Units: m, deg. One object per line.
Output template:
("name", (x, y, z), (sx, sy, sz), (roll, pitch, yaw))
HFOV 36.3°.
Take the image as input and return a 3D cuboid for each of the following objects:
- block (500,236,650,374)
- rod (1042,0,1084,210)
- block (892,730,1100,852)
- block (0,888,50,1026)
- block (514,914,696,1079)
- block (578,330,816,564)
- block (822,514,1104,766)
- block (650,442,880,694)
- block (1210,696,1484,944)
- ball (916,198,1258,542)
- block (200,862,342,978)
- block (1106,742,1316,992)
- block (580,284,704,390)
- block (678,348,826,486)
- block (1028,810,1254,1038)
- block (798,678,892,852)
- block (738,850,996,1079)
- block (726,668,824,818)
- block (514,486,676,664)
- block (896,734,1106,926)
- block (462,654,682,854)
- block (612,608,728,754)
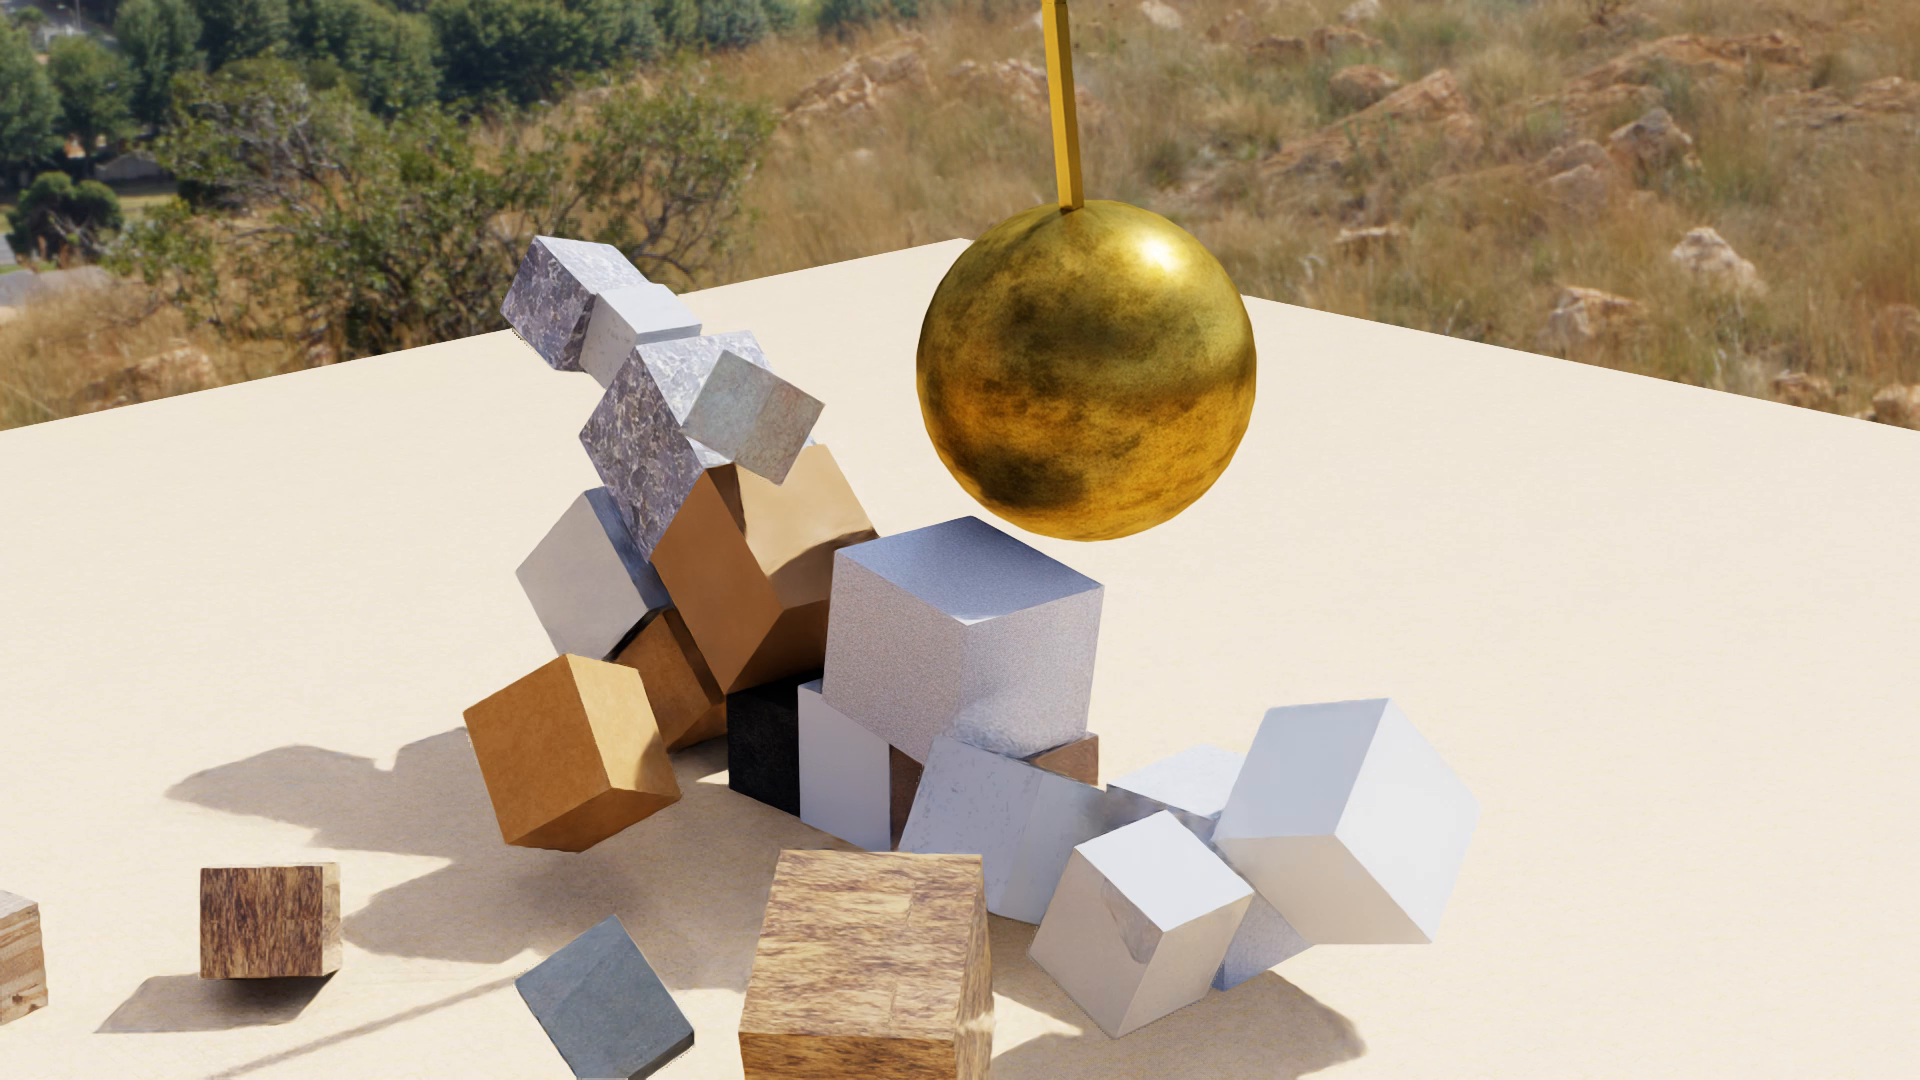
("block", (-1.937, -1.201, 15.096), (0.527, 0.464, 0.544), (2, 35, -48))
("rod", (0.256, -3.903, 12.383), (0.080, 5.200, 0.080), (17, 32, 42))
("block", (0.163, 1.193, 13.539), (0.720, 0.605, 0.627), (-17, 24, -42))
("block", (-4.144, 1.736, 12.045), (0.493, 0.463, 0.539), (11, 21, 32))
("block", (-1.290, 1.727, 10.694), (0.428, 0.517, 0.425), (-34, -11, -13))
("block", (-1.302, -0.469, 14.625), (0.705, 0.745, 0.800), (-12, 63, -40))
("block", (0.006, 0.474, 13.337), (0.829, 0.764, 0.905), (-15, 31, -40))
("block", (-0.899, 0.137, 14.251), (0.712, 0.760, 0.822), (-14, 64, -37))
("block", (1.601, 1.165, 12.072), (0.635, 0.754, 0.680), (-8, 44, 45))
("ball", (0.590, -0.791, 13.712), (1.600, 1.600, 1.600), (0, 17, 0))
("block", (-2.888, 1.589, 12.305), (0.502, 0.451, 0.463), (-1, -4, -3))
("block", (1.093, 1.397, 12.641), (0.669, 0.756, 0.651), (16, 24, 41))
("block", (-1.615, -0.995, 14.827), (0.404, 0.430, 0.375), (-12, 45, -40))
("block", (-0.976, -0.575, 13.784), (0.381, 0.445, 0.391), (29, 0, 36))
("block", (0.715, 1.514, 11.605), (0.544, 0.582, 0.513), (-16, 48, -43))
("block", (-0.290, 1.014, 13.963), (0.705, 0.692, 0.640), (-16, 23, -41))
("block", (-0.316, 1.787, 10.735), (0.753, 0.878, 0.940), (1, 36, 7))
("block", (-0.717, 0.958, 14.397), (0.642, 0.540, 0.552), (-17, 24, -42))
("block", (-1.639, 0.166, 15.088), (0.805, 0.700, 0.848), (-18, -18, -42))
("block", (0.267, 1.293, 12.708), (0.632, 0.624, 0.781), (16, -4, 42))
("block", (-1.740, 0.966, 13.179), (0.592, 0.655, 0.587), (-29, -21, 19))
("block", (-1.303, 0.665, 14.916), (0.583, 0.547, 0.568), (-17, -18, -43))
